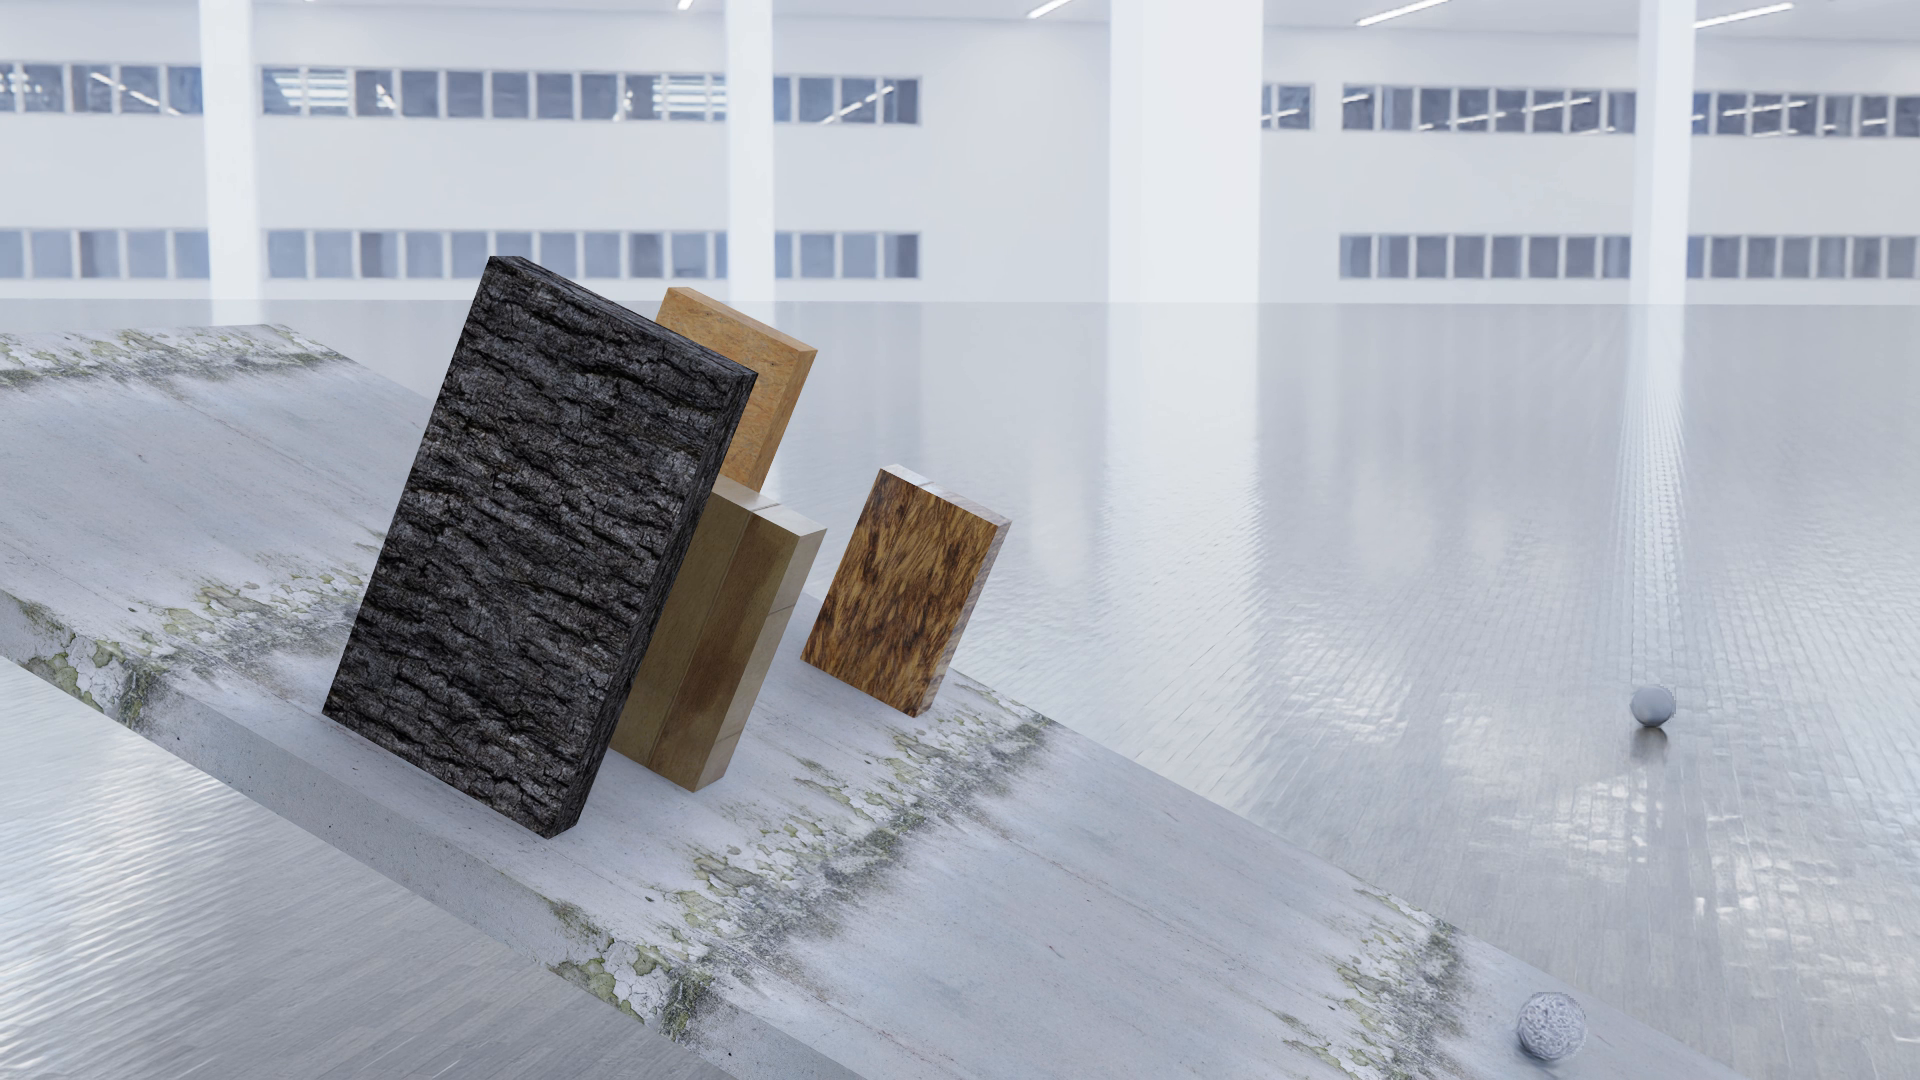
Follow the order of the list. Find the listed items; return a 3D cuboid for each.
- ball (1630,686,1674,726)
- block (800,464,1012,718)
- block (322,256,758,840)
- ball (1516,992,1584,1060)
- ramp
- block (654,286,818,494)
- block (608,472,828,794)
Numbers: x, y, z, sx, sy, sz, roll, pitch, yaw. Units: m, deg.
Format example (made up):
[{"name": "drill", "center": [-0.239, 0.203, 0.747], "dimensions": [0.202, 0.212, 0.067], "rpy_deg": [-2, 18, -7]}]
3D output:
[{"name": "ball", "center": [2.840, 0.682, 9.028], "dimensions": [0.168, 0.168, 0.168], "rpy_deg": [0, 7, 0]}, {"name": "block", "center": [-0.117, 0.108, 4.708], "dimensions": [0.284, 0.457, 0.109], "rpy_deg": [27, 13, 13]}, {"name": "block", "center": [-0.662, 0.012, 3.416], "dimensions": [0.434, 0.791, 0.097], "rpy_deg": [27, 13, 13]}, {"name": "ball", "center": [1.153, 0.950, 4.293], "dimensions": [0.129, 0.129, 0.129], "rpy_deg": [0, 7, 0]}, {"name": "ramp", "center": [-0.280, 0.483, 4.179], "dimensions": [4.000, 0.100, 2.000], "rpy_deg": [27, 13, 13]}, {"name": "block", "center": [-0.561, -0.140, 4.445], "dimensions": [0.306, 0.673, 0.098], "rpy_deg": [27, 13, 13]}, {"name": "block", "center": [-0.454, 0.155, 3.850], "dimensions": [0.247, 0.499, 0.132], "rpy_deg": [27, 13, 13]}]
